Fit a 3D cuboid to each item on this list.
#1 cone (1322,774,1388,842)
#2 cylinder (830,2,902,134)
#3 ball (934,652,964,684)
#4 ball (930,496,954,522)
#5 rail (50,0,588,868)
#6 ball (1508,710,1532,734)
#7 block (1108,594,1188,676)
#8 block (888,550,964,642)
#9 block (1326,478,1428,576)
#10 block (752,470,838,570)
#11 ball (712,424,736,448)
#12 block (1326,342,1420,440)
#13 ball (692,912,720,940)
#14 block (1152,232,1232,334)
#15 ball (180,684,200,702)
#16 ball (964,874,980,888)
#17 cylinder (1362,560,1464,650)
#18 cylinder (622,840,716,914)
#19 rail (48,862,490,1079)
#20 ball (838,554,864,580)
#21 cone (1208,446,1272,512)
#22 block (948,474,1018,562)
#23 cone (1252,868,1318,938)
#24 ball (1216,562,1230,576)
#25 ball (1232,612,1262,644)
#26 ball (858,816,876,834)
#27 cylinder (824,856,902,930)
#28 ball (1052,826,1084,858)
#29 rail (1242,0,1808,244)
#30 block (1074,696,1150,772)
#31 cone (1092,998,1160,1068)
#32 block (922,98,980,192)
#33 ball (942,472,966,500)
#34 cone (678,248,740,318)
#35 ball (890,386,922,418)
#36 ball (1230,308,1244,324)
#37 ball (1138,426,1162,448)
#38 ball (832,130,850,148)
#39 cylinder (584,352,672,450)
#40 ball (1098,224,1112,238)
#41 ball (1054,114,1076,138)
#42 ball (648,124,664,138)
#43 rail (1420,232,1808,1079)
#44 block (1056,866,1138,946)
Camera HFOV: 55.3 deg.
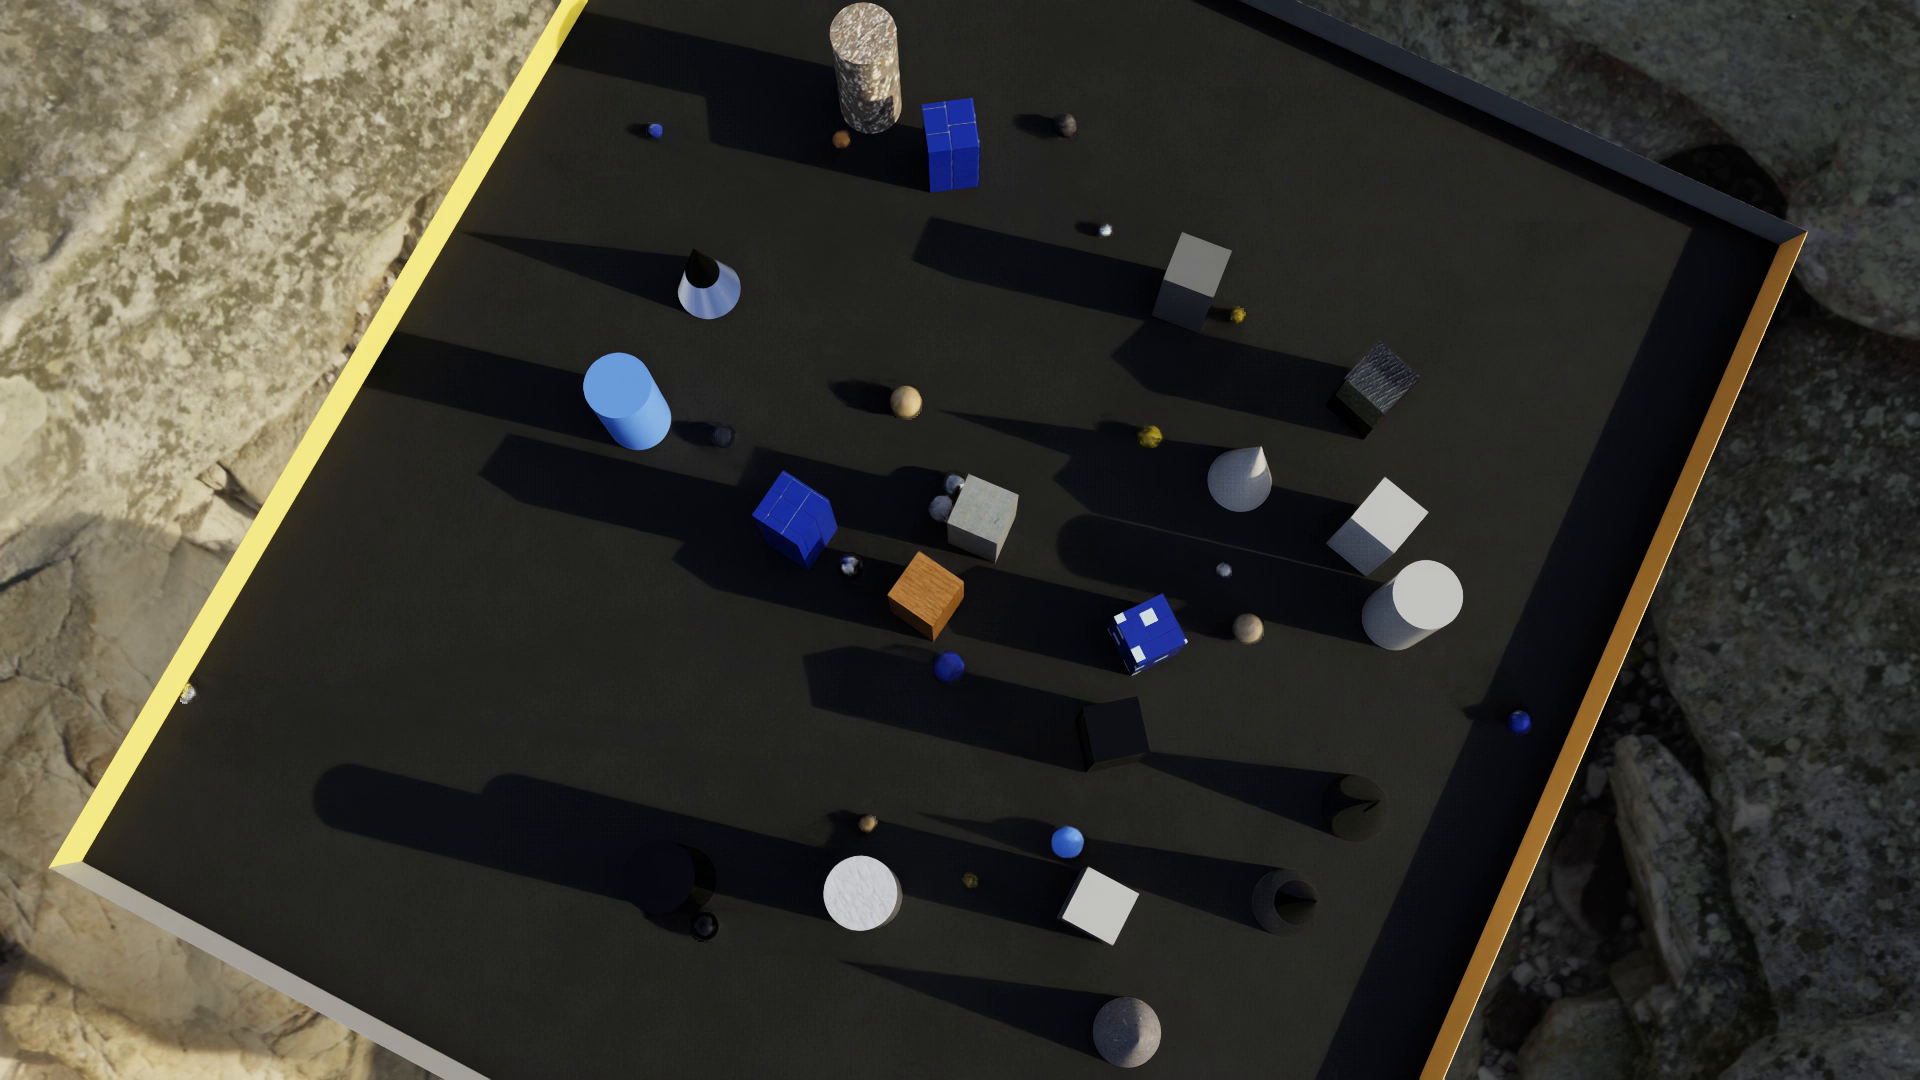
[{"bbox_3d":[1.174,0.764,5.283,0.198,0.343,0.198,0,78,0],"label":"cone"},{"bbox_3d":[-0.287,-1.452,5.668,0.198,0.488,0.198,0,78,0],"label":"cylinder"},{"bbox_3d":[-0.033,0.382,5.490,0.093,0.093,0.093,0,78,0],"label":"ball"},{"bbox_3d":[-0.054,-0.094,5.595,0.081,0.081,0.081,0,78,0],"label":"ball"},{"bbox_3d":[-1.695,-0.823,5.720,0.045,0.129,4.092,26,80,5],"label":"rail"},{"bbox_3d":[1.669,0.543,5.470,0.067,0.067,0.067,0,78,0],"label":"ball"},{"bbox_3d":[0.554,0.283,5.436,0.159,0.238,0.159,-25,79,-5],"label":"block"},{"bbox_3d":[-0.099,0.169,5.430,0.159,0.297,0.159,34,80,7],"label":"block"},{"bbox_3d":[1.232,-0.035,5.436,0.159,0.368,0.159,40,81,8],"label":"block"},{"bbox_3d":[-0.484,-0.053,5.426,0.159,0.395,0.159,33,80,6],"label":"block"},{"bbox_3d":[-0.727,-0.318,5.645,0.073,0.073,0.073,0,78,0],"label":"ball"},{"bbox_3d":[1.249,-0.450,5.560,0.159,0.293,0.159,44,82,8],"label":"block"},{"bbox_3d":[-0.742,1.125,5.343,0.080,0.080,0.080,0,78,0],"label":"ball"},{"bbox_3d":[0.706,-0.784,5.608,0.159,0.335,0.159,22,79,4],"label":"block"},{"bbox_3d":[-2.310,0.459,5.494,0.054,0.054,0.054,0,78,0],"label":"ball"},{"bbox_3d":[0.036,1.004,5.387,0.042,0.042,0.042,0,78,0],"label":"ball"},{"bbox_3d":[1.319,0.196,5.367,0.198,0.409,0.198,0,78,0],"label":"cylinder"},{"bbox_3d":[-0.818,0.958,5.190,0.198,0.446,0.198,0,78,0],"label":"cylinder"},{"bbox_3d":[-0.904,1.778,5.182,3.837,0.129,0.045,26,80,5],"label":"rail"},{"bbox_3d":[-0.330,0.083,5.561,0.076,0.076,0.076,0,78,0],"label":"ball"},{"bbox_3d":[0.863,-0.226,5.450,0.198,0.417,0.198,0,78,0],"label":"cone"},{"bbox_3d":[0.067,-0.062,5.481,0.159,0.291,0.159,23,79,5],"label":"block"},{"bbox_3d":[0.958,1.019,5.155,0.198,0.490,0.198,0,78,0],"label":"cone"},{"bbox_3d":[0.801,0.090,5.576,0.043,0.043,0.043,0,78,0],"label":"ball"},{"bbox_3d":[0.865,0.265,5.515,0.091,0.091,0.091,0,78,0],"label":"ball"},{"bbox_3d":[-0.274,0.841,5.417,0.050,0.050,0.050,0,78,0],"label":"ball"},{"bbox_3d":[-0.269,0.999,5.168,0.198,0.473,0.198,0,78,0],"label":"cylinder"},{"bbox_3d":[0.316,0.888,5.384,0.096,0.096,0.096,0,78,0],"label":"ball"},{"bbox_3d":[0.904,-1.764,5.915,3.837,0.129,0.045,26,80,5],"label":"rail"},{"bbox_3d":[0.438,0.567,5.314,0.159,0.362,0.159,-11,79,-2],"label":"block"},{"bbox_3d":[0.484,1.391,5.137,0.198,0.376,0.198,0,78,0],"label":"cone"},{"bbox_3d":[-0.027,-1.227,5.711,0.159,0.312,0.159,-8,78,-2],"label":"block"},{"bbox_3d":[-0.013,-0.166,5.607,0.085,0.085,0.085,0,78,0],"label":"ball"},{"bbox_3d":[-0.791,-0.828,5.604,0.198,0.359,0.198,0,78,0],"label":"cone"},{"bbox_3d":[-0.168,-0.427,5.654,0.099,0.099,0.099,0,78,0],"label":"ball"},{"bbox_3d":[0.866,-0.702,5.739,0.046,0.046,0.046,0,78,0],"label":"ball"},{"bbox_3d":[0.585,-0.317,5.646,0.072,0.072,0.072,0,78,0],"label":"ball"},{"bbox_3d":[-0.380,-1.278,5.853,0.055,0.055,0.055,0,78,0],"label":"ball"},{"bbox_3d":[-0.997,-0.412,5.513,0.198,0.370,0.198,0,78,0],"label":"cylinder"},{"bbox_3d":[0.459,-0.979,5.798,0.042,0.042,0.042,0,78,0],"label":"ball"},{"bbox_3d":[0.337,-1.321,5.853,0.073,0.073,0.073,0,78,0],"label":"ball"},{"bbox_3d":[-0.973,-1.309,5.864,0.047,0.047,0.047,0,78,0],"label":"ball"},{"bbox_3d":[1.695,0.837,5.377,0.045,0.129,4.092,26,80,5],"label":"rail"},{"bbox_3d":[0.391,1.047,5.241,0.159,0.311,0.159,28,80,5],"label":"block"}]
